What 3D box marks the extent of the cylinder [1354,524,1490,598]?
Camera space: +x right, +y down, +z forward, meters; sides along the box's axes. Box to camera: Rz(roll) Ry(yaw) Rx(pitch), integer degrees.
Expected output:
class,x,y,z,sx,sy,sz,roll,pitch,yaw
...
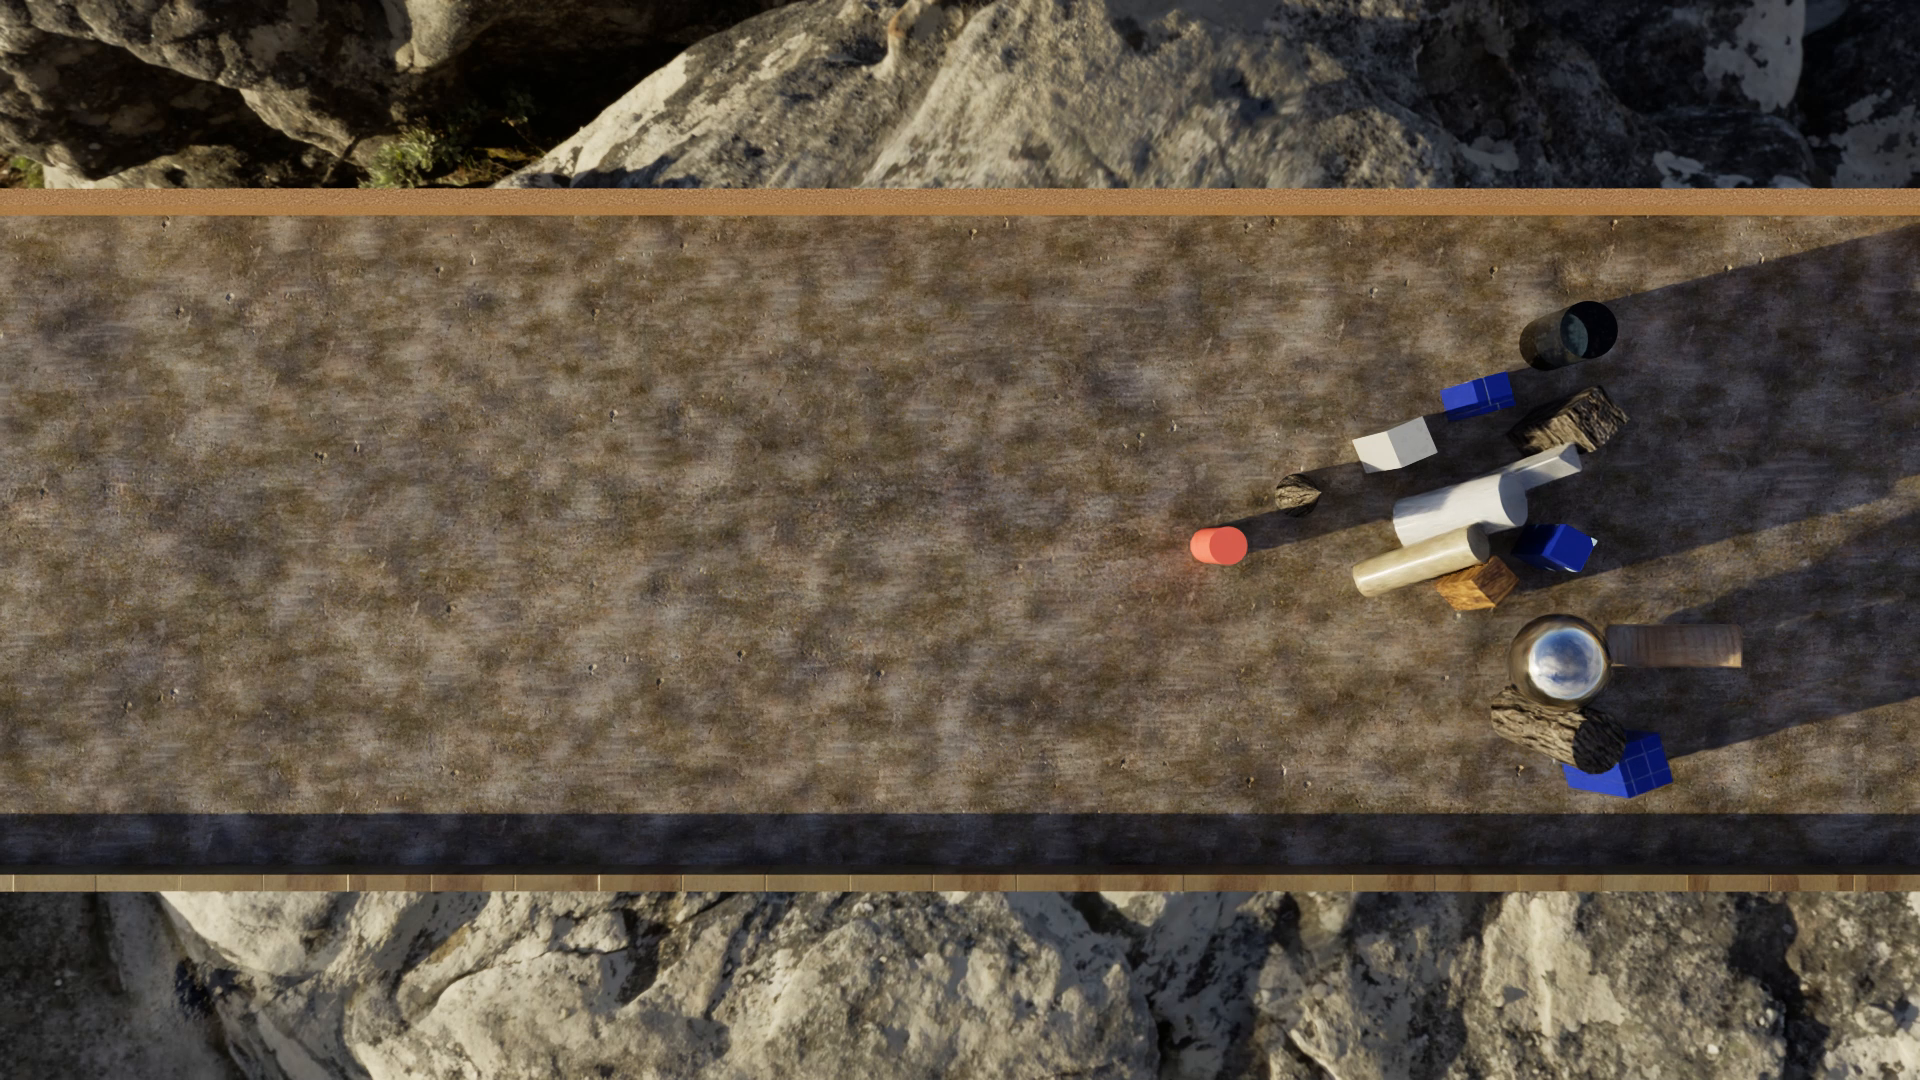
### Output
class,x,y,z,sx,sy,sz,roll,pitch,yaw
cylinder,1.366,0.064,4.899,0.394,0.116,0.116,-23,90,44

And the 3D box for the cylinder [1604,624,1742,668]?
class,x,y,z,sx,sy,sz,roll,pitch,yaw
cylinder,2.102,0.312,4.870,0.366,0.126,0.126,-2,90,23

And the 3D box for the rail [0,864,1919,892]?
class,x,y,z,sx,sy,sz,roll,pitch,yaw
rail,-2.247,1.025,5.001,12.000,0.150,0.050,0,90,0

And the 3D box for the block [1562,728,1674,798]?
class,x,y,z,sx,sy,sz,roll,pitch,yaw
block,1.940,0.656,4.906,0.149,0.317,0.149,-17,91,-11

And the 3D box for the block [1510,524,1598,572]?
class,x,y,z,sx,sy,sz,roll,pitch,yaw
block,1.763,0.023,4.908,0.102,0.336,0.102,28,90,0

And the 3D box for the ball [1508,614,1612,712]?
class,x,y,z,sx,sy,sz,roll,pitch,yaw
ball,1.717,0.349,4.723,0.280,0.280,0.280,0,90,0

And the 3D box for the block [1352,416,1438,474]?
class,x,y,z,sx,sy,sz,roll,pitch,yaw
block,1.280,-0.278,4.873,0.112,0.406,0.112,-23,90,0

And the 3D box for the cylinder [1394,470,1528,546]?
class,x,y,z,sx,sy,sz,roll,pitch,yaw
cylinder,1.483,-0.083,4.897,0.346,0.167,0.167,-17,90,43

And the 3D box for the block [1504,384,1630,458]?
class,x,y,z,sx,sy,sz,roll,pitch,yaw
block,1.781,-0.331,4.858,0.133,0.425,0.133,-40,90,-7

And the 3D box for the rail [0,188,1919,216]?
class,x,y,z,sx,sy,sz,roll,pitch,yaw
rail,-2.247,-1.025,5.002,12.000,0.150,0.050,0,90,0

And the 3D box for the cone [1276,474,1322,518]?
class,x,y,z,sx,sy,sz,roll,pitch,yaw
cone,1.037,-0.137,4.903,0.135,0.347,0.135,0,90,0

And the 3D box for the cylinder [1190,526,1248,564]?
class,x,y,z,sx,sy,sz,roll,pitch,yaw
cylinder,0.764,0.016,4.888,0.109,0.378,0.109,0,90,0

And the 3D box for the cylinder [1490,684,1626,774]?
class,x,y,z,sx,sy,sz,roll,pitch,yaw
cylinder,1.755,0.552,4.859,0.177,0.401,0.177,-2,98,-15

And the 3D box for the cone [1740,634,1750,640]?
class,x,y,z,sx,sy,sz,roll,pitch,yaw
cone,2.193,0.300,4.934,0.336,0.123,0.123,-7,90,33

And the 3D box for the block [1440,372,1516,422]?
class,x,y,z,sx,sy,sz,roll,pitch,yaw
block,1.540,-0.425,4.917,0.103,0.320,0.103,-16,90,0

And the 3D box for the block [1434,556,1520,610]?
class,x,y,z,sx,sy,sz,roll,pitch,yaw
block,1.539,0.131,4.920,0.107,0.302,0.107,-43,90,-7

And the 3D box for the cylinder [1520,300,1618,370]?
class,x,y,z,sx,sy,sz,roll,pitch,yaw
cylinder,1.804,-0.603,4.903,0.166,0.346,0.166,0,90,0

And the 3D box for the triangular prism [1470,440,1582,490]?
class,x,y,z,sx,sy,sz,roll,pitch,yaw
triangular prism,1.651,-0.202,4.879,0.089,0.421,0.077,25,67,-19
